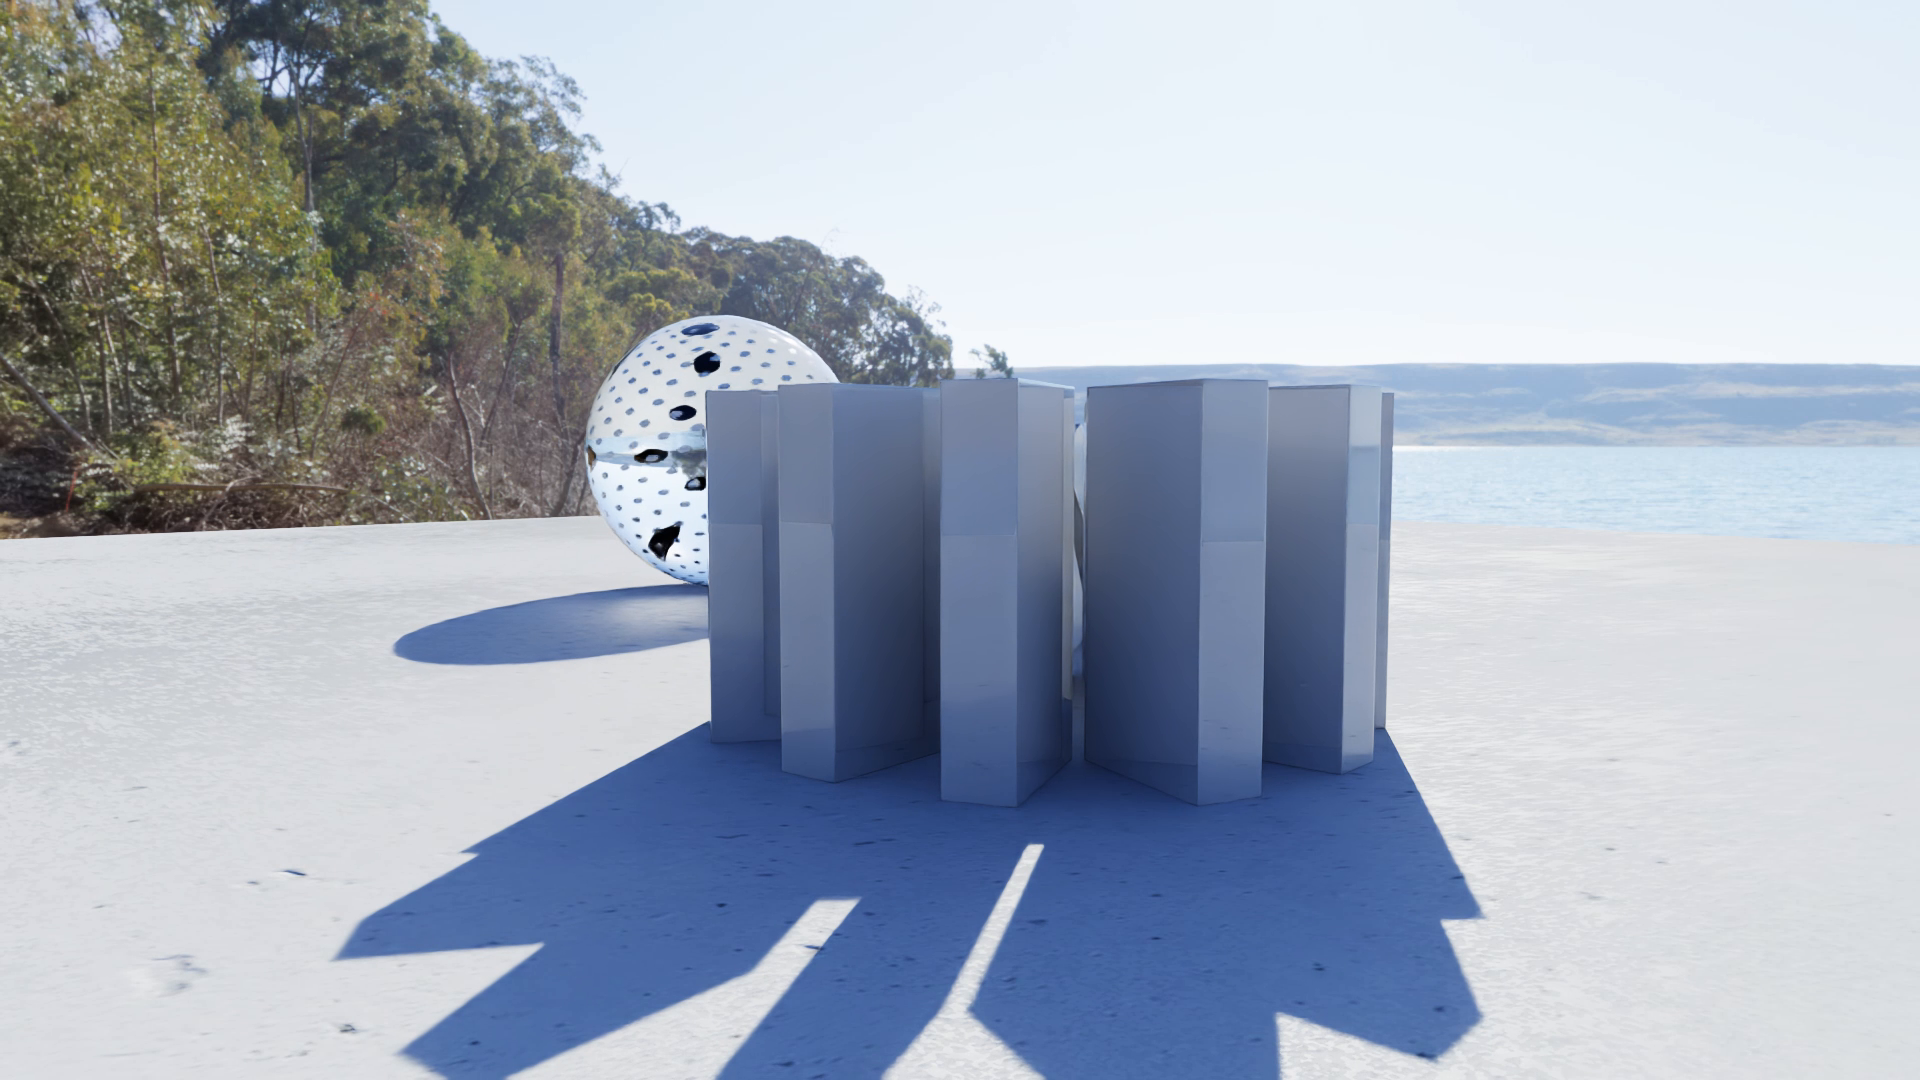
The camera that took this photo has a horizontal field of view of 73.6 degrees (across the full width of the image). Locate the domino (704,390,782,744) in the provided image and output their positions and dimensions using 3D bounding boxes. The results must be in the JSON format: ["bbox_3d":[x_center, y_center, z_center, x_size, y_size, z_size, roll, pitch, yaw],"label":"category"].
[{"bbox_3d":[-0.024,0.003,0.188,0.025,0.050,0.010,-1,4,-12],"label":"domino"}]

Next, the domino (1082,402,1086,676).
[{"bbox_3d":[0.027,0.001,0.224,0.009,0.050,0.025,0,4,3],"label":"domino"}]

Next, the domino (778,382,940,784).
[{"bbox_3d":[-0.012,0.005,0.172,0.010,0.050,0.025,3,5,38],"label":"domino"}]

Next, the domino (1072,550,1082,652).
[{"bbox_3d":[0.009,-0.002,0.260,0.025,0.050,0.009,3,27,32],"label":"domino"}]

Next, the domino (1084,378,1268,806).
[{"bbox_3d":[0.027,0.005,0.162,0.009,0.050,0.025,-2,5,-26],"label":"domino"}]

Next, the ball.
[{"bbox_3d":[-0.070,-0.026,0.380,0.080,0.080,0.080,0,4,0],"label":"ball"}]

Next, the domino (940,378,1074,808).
[{"bbox_3d":[0.006,0.005,0.161,0.010,0.050,0.025,2,5,20],"label":"domino"}]

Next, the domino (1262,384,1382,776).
[{"bbox_3d":[0.043,0.004,0.175,0.025,0.050,0.010,4,6,42],"label":"domino"}]

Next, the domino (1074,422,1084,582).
[{"bbox_3d":[0.019,-0.001,0.274,0.025,0.050,0.010,3,39,32],"label":"domino"}]

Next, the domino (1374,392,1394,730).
[{"bbox_3d":[0.051,0.003,0.193,0.025,0.050,0.010,0,4,-6],"label":"domino"}]
